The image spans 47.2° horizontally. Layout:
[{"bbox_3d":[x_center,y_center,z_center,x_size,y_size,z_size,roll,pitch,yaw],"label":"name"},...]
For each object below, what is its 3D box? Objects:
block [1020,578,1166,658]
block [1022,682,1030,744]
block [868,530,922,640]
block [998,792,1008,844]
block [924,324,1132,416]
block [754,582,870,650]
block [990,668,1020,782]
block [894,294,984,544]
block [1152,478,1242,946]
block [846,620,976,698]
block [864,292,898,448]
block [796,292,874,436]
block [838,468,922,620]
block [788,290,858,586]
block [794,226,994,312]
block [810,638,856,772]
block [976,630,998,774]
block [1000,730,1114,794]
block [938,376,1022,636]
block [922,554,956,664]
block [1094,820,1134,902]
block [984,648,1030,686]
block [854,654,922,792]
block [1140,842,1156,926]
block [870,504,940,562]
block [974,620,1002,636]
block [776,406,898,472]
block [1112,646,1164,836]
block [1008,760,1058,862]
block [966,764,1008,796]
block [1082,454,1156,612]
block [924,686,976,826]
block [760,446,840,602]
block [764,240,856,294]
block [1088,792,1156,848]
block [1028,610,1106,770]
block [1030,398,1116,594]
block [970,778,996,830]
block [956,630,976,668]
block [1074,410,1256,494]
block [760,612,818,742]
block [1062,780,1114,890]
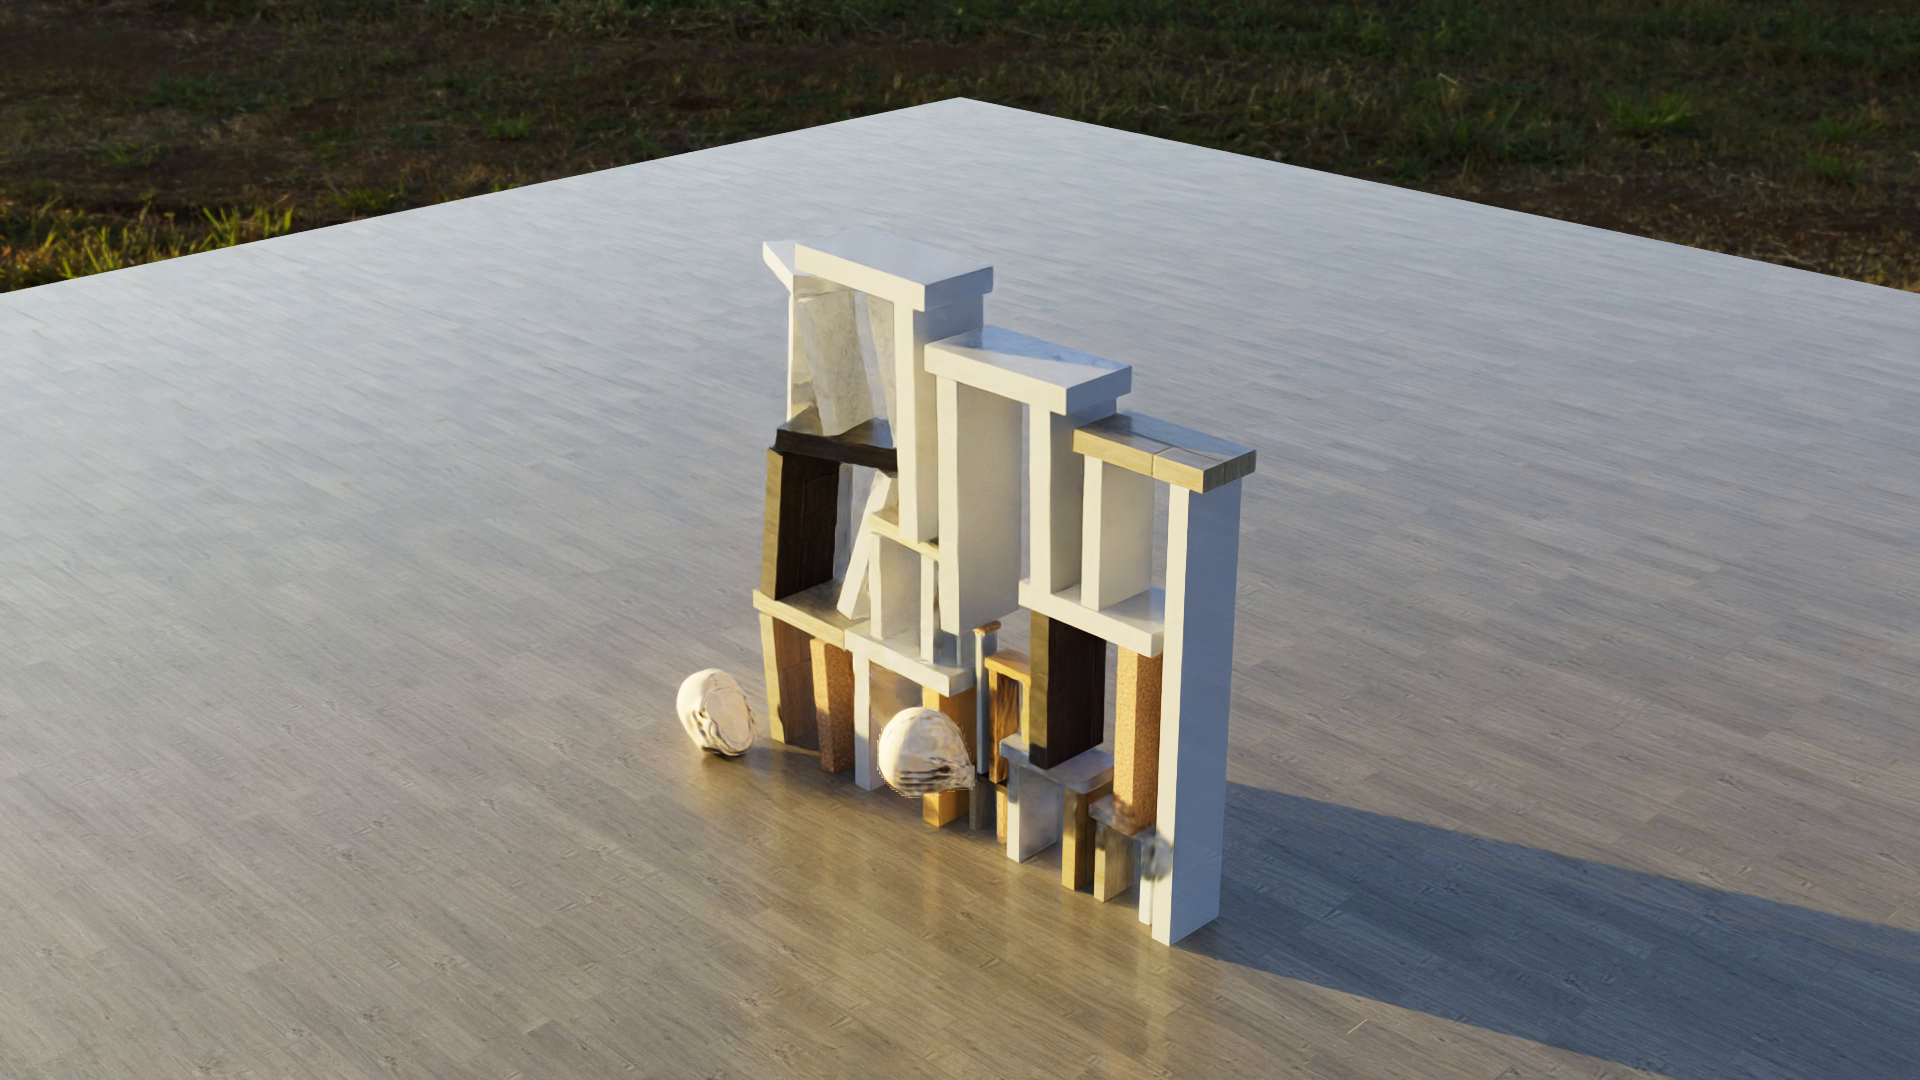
[{"bbox_3d":[0.277,0.119,3.973,0.159,0.045,0.318,-21,31,-40],"label":"block"},{"bbox_3d":[0.147,0.321,4.203,0.018,0.128,0.064,21,31,41],"label":"block"},{"bbox_3d":[-0.129,0.079,4.402,0.111,0.222,0.031,-21,30,-41],"label":"block"},{"bbox_3d":[0.099,0.538,4.344,0.016,0.115,0.058,21,31,41],"label":"block"},{"bbox_3d":[0.120,-0.310,3.968,0.348,0.049,0.174,21,31,40],"label":"block"},{"bbox_3d":[-0.286,0.145,4.617,0.145,0.041,0.290,-20,31,-40],"label":"block"},{"bbox_3d":[0.086,0.352,4.280,0.064,0.245,0.018,-22,31,-40],"label":"block"},{"bbox_3d":[-0.036,-0.240,4.184,0.178,0.470,0.050,-20,29,-39],"label":"block"},{"bbox_3d":[0.418,0.303,3.897,0.041,0.898,0.143,21,31,41],"label":"block"},{"bbox_3d":[-0.073,0.222,4.404,0.152,0.043,0.303,-21,31,-40],"label":"block"},{"bbox_3d":[-0.127,-0.383,4.362,0.050,0.356,0.178,-7,22,9],"label":"block"},{"bbox_3d":[-0.249,-0.361,4.411,0.039,0.275,0.137,-3,17,30],"label":"block"},{"bbox_3d":[-0.136,0.002,4.473,0.161,0.322,0.046,-8,34,-44],"label":"block"},{"bbox_3d":[-0.304,-0.111,4.749,0.137,0.989,0.039,-2,18,-14],"label":"block"},{"bbox_3d":[-0.127,-0.515,4.154,0.178,0.050,0.356,-22,33,-40],"label":"block"},{"bbox_3d":[-0.235,0.328,4.614,0.145,0.290,0.041,-21,26,-41],"label":"block"},{"bbox_3d":[0.053,0.313,4.293,0.013,0.307,0.046,21,31,41],"label":"block"},{"bbox_3d":[0.192,0.414,4.187,0.218,0.031,0.109,21,31,41],"label":"block"},{"bbox_3d":[0.039,-0.083,4.148,0.049,0.509,0.174,20,30,41],"label":"block"},{"bbox_3d":[-0.025,0.120,4.305,0.111,0.222,0.031,-21,31,-40],"label":"block"},{"bbox_3d":[0.293,0.590,4.153,0.085,0.170,0.024,-21,31,-41],"label":"block"},{"bbox_3d":[0.116,0.243,4.201,0.128,0.018,0.064,21,31,40],"label":"block"},{"bbox_3d":[-0.147,0.353,4.540,0.152,0.303,0.043,-21,32,-41],"label":"block"},{"bbox_3d":[0.372,0.621,4.079,0.085,0.170,0.024,-21,31,-40],"label":"block"},{"bbox_3d":[-0.066,-0.019,4.306,0.111,0.031,0.222,-18,29,-36],"label":"block"},{"bbox_3d":[0.031,0.158,4.249,0.046,0.013,0.092,-21,31,-40],"label":"block"},{"bbox_3d":[-0.192,-0.201,4.452,0.322,0.046,0.161,11,23,19],"label":"block"},{"bbox_3d":[0.351,0.340,3.986,0.159,0.372,0.045,-21,31,-40],"label":"block"},{"bbox_3d":[0.142,0.508,4.285,0.031,0.218,0.109,21,31,41],"label":"block"},{"bbox_3d":[0.072,0.467,4.344,0.058,0.016,0.115,-21,31,-40],"label":"block"},{"bbox_3d":[0.282,-0.030,3.901,0.143,0.286,0.041,-21,31,-40],"label":"block"},{"bbox_3d":[-0.004,0.409,4.407,0.152,0.303,0.043,-21,32,-41],"label":"block"},{"bbox_3d":[-0.332,-0.051,4.590,0.161,0.338,0.046,-21,37,-40],"label":"block"},{"bbox_3d":[-0.304,-0.559,4.479,0.137,0.039,0.274,-5,23,-16],"label":"block"},{"bbox_3d":[0.331,0.516,4.078,0.085,0.024,0.170,-21,31,-40],"label":"block"},{"bbox_3d":[0.202,0.257,4.112,0.159,0.318,0.045,-21,31,-40],"label":"block"},{"bbox_3d":[0.205,-0.093,3.968,0.174,0.348,0.049,-21,29,-40],"label":"block"},{"bbox_3d":[0.045,0.517,4.394,0.058,0.115,0.016,-21,31,-41],"label":"block"},{"bbox_3d":[0.013,0.198,4.288,0.046,0.092,0.013,-21,30,-40],"label":"block"},{"bbox_3d":[0.350,-0.154,3.775,0.286,0.041,0.143,21,31,40],"label":"block"},{"bbox_3d":[-0.351,0.275,4.738,0.041,0.290,0.145,15,27,43],"label":"block"},{"bbox_3d":[0.244,0.548,4.190,0.031,0.218,0.109,21,31,41],"label":"block"}]
